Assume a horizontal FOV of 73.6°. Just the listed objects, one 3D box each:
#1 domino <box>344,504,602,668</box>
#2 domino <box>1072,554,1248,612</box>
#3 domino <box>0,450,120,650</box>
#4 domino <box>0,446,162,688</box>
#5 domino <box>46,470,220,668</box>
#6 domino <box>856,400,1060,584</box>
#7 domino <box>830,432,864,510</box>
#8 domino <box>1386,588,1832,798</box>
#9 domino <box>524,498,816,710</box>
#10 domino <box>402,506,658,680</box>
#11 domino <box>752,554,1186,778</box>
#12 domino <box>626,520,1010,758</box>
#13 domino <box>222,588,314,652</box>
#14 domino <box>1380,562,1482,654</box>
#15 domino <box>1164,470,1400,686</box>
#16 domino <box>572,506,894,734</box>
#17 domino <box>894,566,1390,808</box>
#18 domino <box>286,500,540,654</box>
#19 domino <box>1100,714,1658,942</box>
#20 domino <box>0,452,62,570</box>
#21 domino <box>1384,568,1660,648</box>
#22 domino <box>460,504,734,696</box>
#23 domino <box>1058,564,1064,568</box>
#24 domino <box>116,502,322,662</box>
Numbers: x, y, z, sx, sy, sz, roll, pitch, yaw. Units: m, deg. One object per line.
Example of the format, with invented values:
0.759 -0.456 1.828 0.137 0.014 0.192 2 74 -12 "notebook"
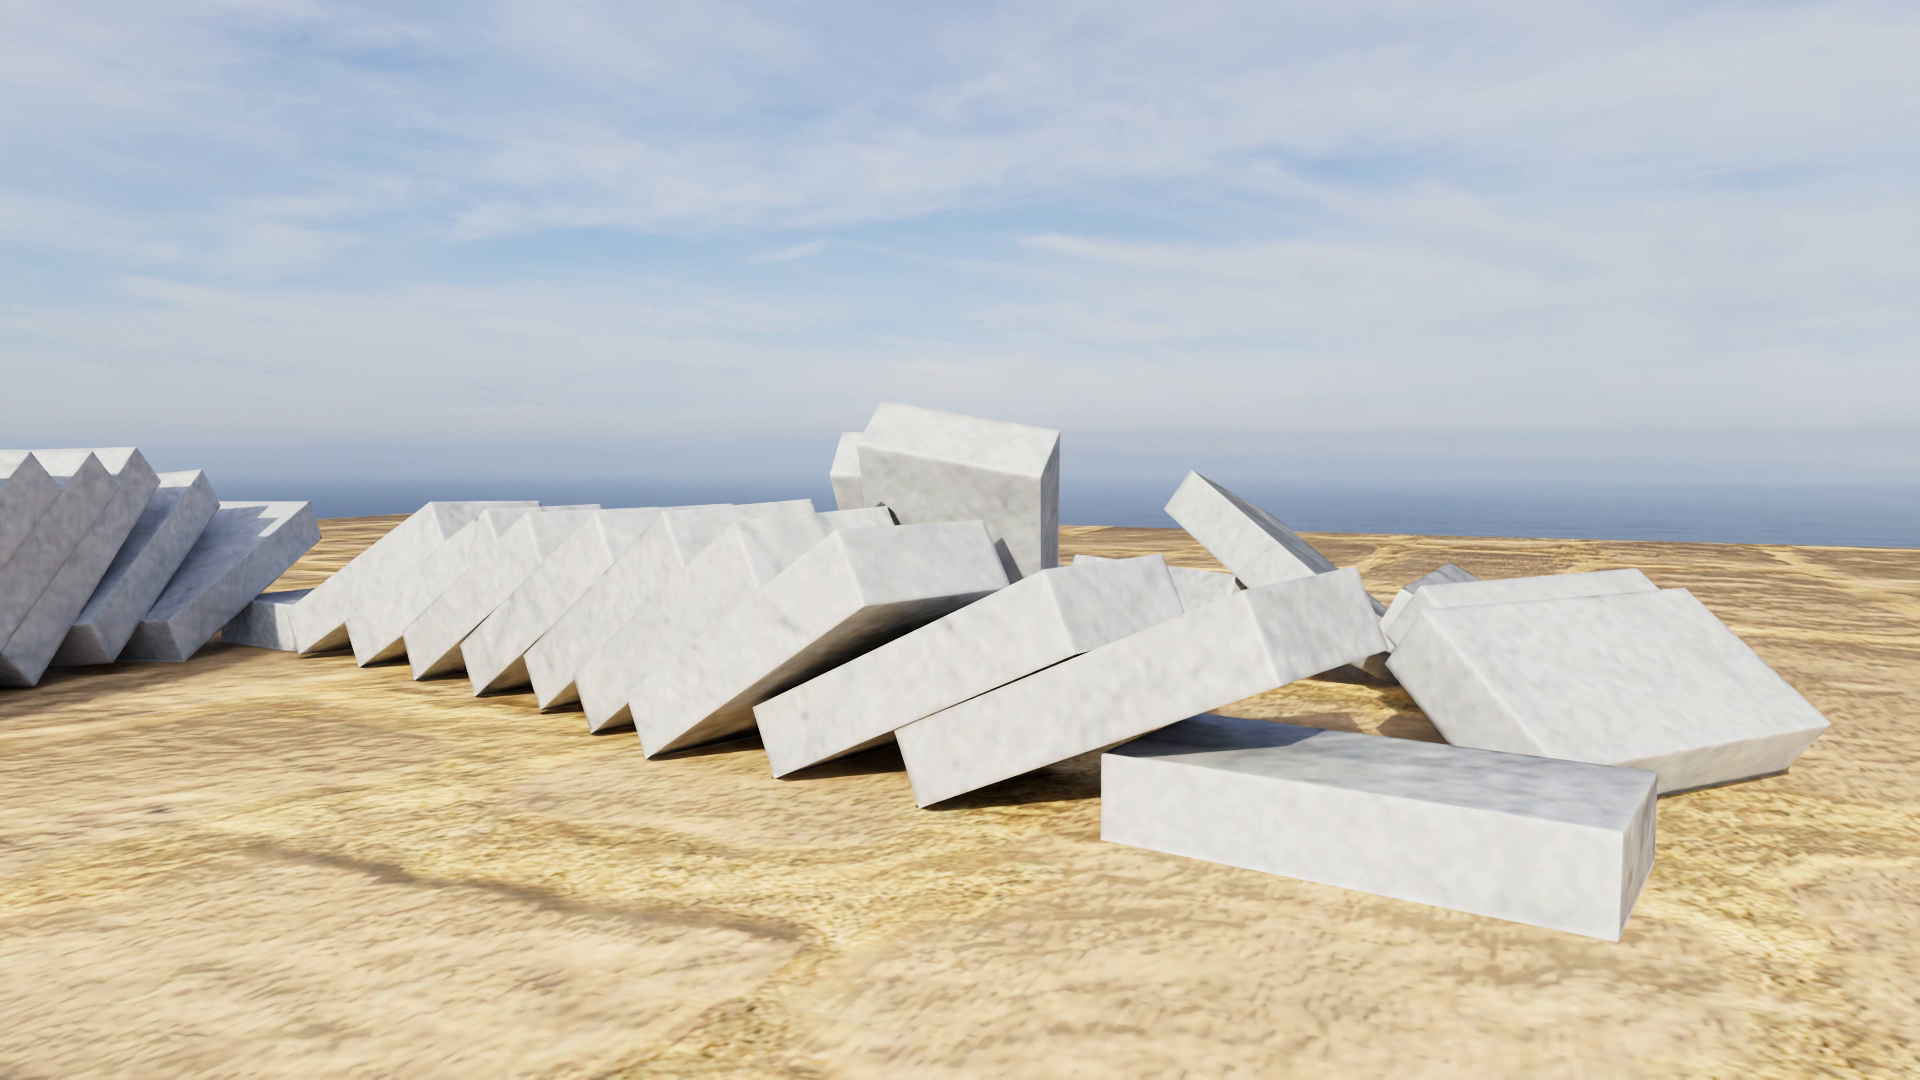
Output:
-0.091 0.009 0.242 0.050 0.010 0.025 -30 -13 32 "domino"
0.046 0.014 0.259 0.025 0.009 0.050 25 -9 -29 "domino"
-0.172 0.005 0.221 0.025 0.010 0.050 1 48 6 "domino"
-0.172 0.004 0.236 0.025 0.010 0.050 -1 48 3 "domino"
-0.170 0.005 0.253 0.025 0.009 0.050 -5 37 -1 "domino"
0.001 0.004 0.186 0.025 0.050 0.010 11 46 15 "domino"
-0.003 0.005 0.204 0.025 0.050 0.009 1 45 10 "domino"
0.081 0.019 0.160 0.050 0.009 0.025 -2 42 -27 "domino"
-0.044 0.010 0.196 0.025 0.009 0.050 -7 -21 -44 "domino"
-0.075 0.010 0.226 0.025 0.009 0.050 -5 -21 -48 "domino"
0.000 0.016 0.159 0.050 0.009 0.025 -27 -14 37 "domino"
-0.020 0.014 0.168 0.025 0.009 0.050 -5 -23 -47 "domino"
-0.136 0.016 0.291 0.025 0.010 0.050 2 5 30 "domino"
0.087 0.016 0.215 0.025 0.009 0.050 34 19 23 "domino"
0.061 0.006 0.238 0.025 0.010 0.050 25 16 -32 "domino"
-0.032 0.012 0.181 0.025 0.009 0.050 -7 -21 -44 "domino"
0.019 0.017 0.144 0.050 0.009 0.025 -27 -14 39 "domino"
-0.107 0.008 0.254 0.050 0.009 0.025 -29 -13 28 "domino"
0.043 0.028 0.134 0.050 0.010 0.025 3 5 35 "domino"
-0.173 0.006 0.208 0.025 0.009 0.050 1 48 6 "domino"
0.088 0.017 0.183 0.050 0.010 0.025 -3 44 -30 "domino"
-0.059 0.010 0.211 0.025 0.009 0.050 -6 -22 -47 "domino"
0.011 0.008 0.244 0.050 0.009 0.025 22 -8 -1 "domino"
-0.161 0.007 0.271 0.025 0.009 0.050 0 29 7 "domino"
